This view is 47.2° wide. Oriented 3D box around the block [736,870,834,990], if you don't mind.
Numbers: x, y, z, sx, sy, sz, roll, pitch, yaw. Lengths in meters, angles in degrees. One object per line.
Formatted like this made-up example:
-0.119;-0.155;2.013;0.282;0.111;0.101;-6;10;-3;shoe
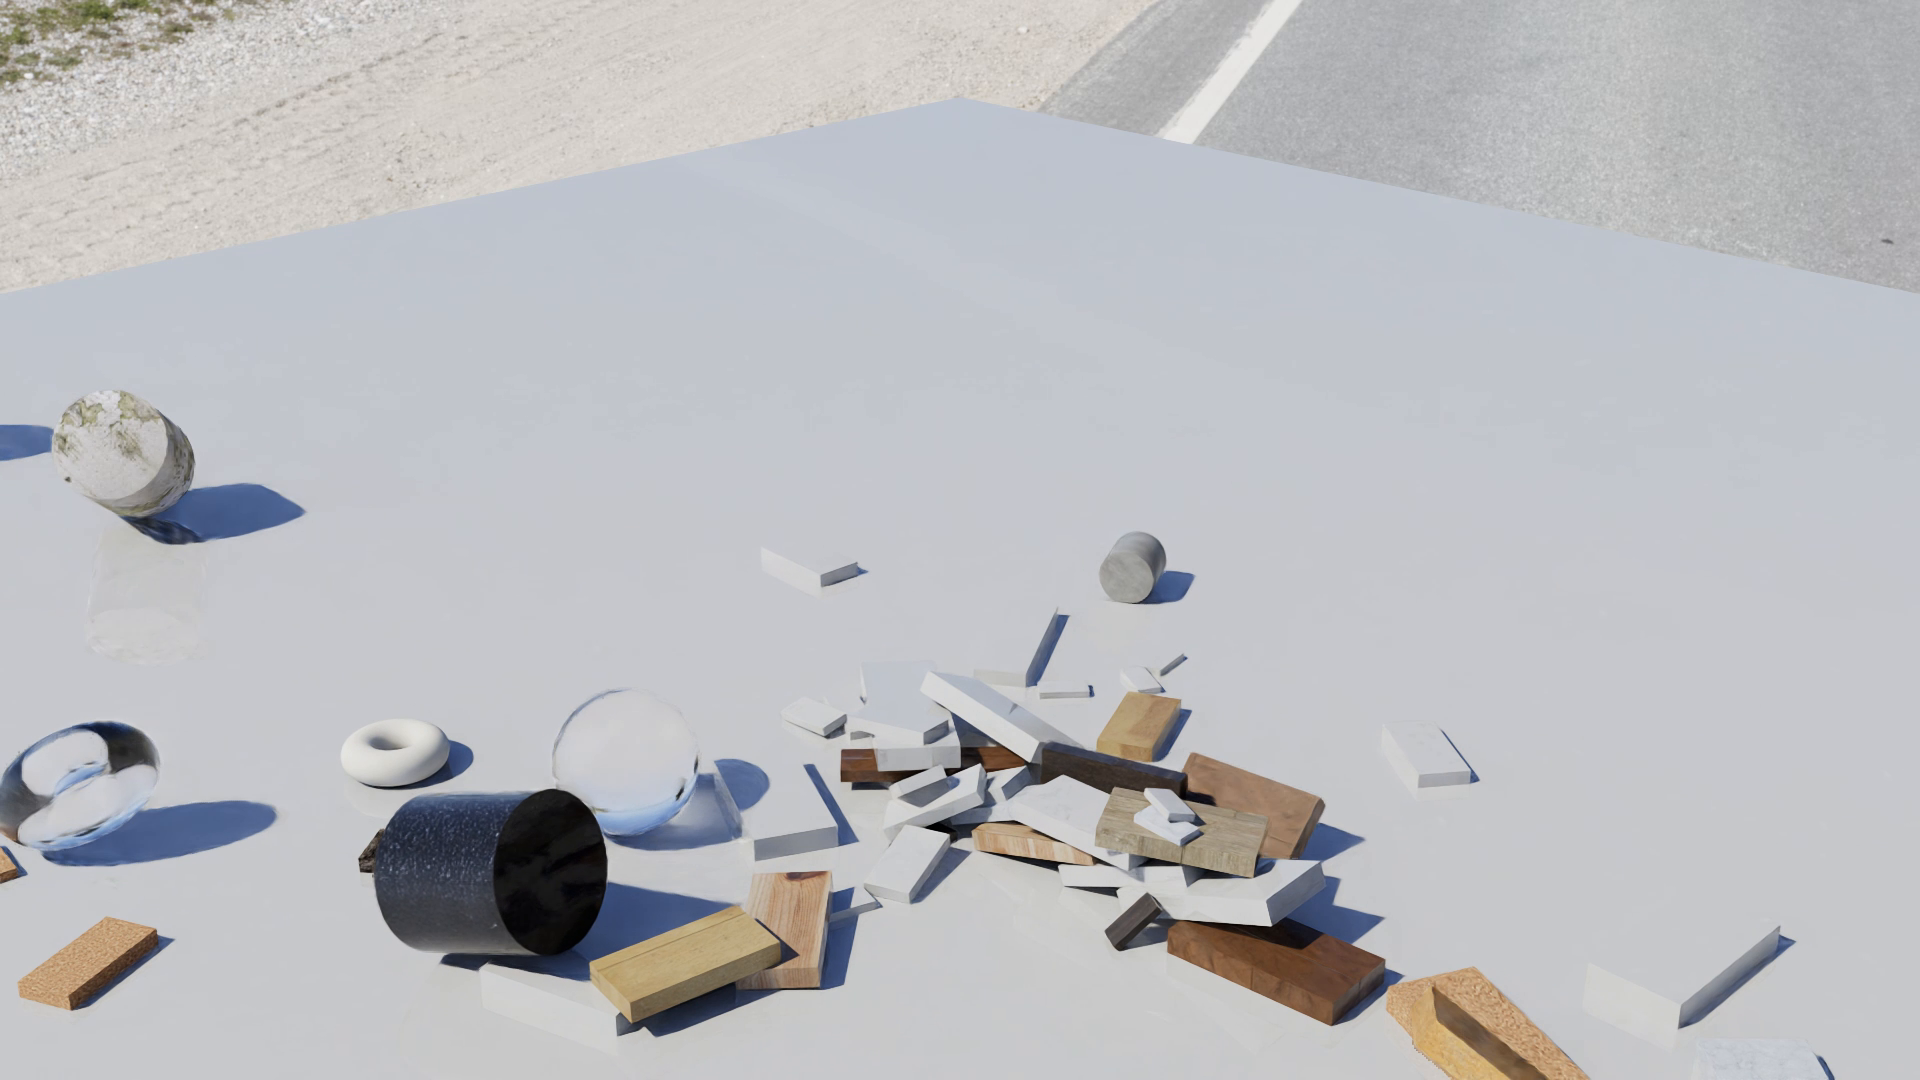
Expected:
-0.318;0.708;4.007;0.149;0.042;0.297;-3;26;3;block

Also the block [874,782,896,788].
-0.115;0.500;4.558;0.129;0.018;0.064;18;29;36;block

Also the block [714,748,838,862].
-0.375;0.531;4.447;0.169;0.048;0.338;-8;24;-18;block

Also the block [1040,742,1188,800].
0.302;0.507;4.372;0.295;0.148;0.042;11;19;25;block

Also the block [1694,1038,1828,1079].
1.320;0.925;3.515;0.179;0.051;0.358;0;23;0;block

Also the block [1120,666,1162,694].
0.409;0.319;4.987;0.056;0.016;0.112;-7;24;-15;block

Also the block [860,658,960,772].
-0.113;0.371;4.739;0.169;0.048;0.545;-2;16;-6;block

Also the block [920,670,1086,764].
0.090;0.380;4.663;0.338;0.048;0.169;30;10;38;block

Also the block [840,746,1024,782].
-0.058;0.465;4.564;0.378;0.026;0.093;-1;23;-1;block

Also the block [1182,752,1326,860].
0.556;0.534;4.340;0.295;0.042;0.148;17;69;35;block

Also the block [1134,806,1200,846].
0.378;0.522;4.030;0.109;0.015;0.054;25;33;38;block

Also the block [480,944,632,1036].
-0.681;0.777;3.876;0.297;0.042;0.149;12;26;26;block

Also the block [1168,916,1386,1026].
0.564;0.745;3.941;0.347;0.049;0.174;19;29;37;block

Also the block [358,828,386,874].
-1.039;0.612;4.278;0.226;0.032;0.113;3;23;8;block

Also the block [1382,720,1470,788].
0.985;0.452;4.655;0.113;0.032;0.226;-3;23;-8;block

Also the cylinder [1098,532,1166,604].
0.426;0.067;5.429;0.137;0.137;0.137;7;24;17;cylinder

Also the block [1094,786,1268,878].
0.411;0.539;4.065;0.295;0.042;0.148;10;26;14;block

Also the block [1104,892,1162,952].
0.316;0.696;4.014;0.109;0.015;0.054;-43;27;4;block

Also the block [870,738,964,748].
-0.090;0.443;4.684;0.185;0.026;0.093;17;29;35;block

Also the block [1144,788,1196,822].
0.388;0.490;4.070;0.054;0.015;0.109;7;16;-22;block

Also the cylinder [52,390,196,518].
-2.193;-0.223;5.779;0.287;0.287;0.287;-2;-9;-6;cylinder

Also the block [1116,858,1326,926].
0.477;0.640;4.038;0.347;0.049;0.174;-5;14;45;block

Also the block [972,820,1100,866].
0.180;0.570;4.281;0.286;0.041;0.143;1;19;39;block

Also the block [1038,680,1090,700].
0.232;0.336;4.948;0.112;0.016;0.056;-1;23;-3;block

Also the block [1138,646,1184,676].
0.465;0.281;5.079;0.056;0.016;0.112;15;27;31;block

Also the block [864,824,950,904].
-0.101;0.622;4.227;0.095;0.027;0.190;10;33;22;block

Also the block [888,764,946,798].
-0.086;0.485;4.411;0.095;0.027;0.190;-21;-6;-10;block

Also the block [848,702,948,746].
-0.129;0.381;4.567;0.190;0.027;0.095;10;19;32;block

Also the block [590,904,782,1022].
-0.480;0.739;3.850;0.297;0.042;0.148;-17;28;-32;block

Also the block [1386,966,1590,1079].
0.884;0.848;3.700;0.174;0.049;0.347;-8;24;-19;block

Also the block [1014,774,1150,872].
0.256;0.535;4.178;0.286;0.041;0.143;20;30;40;block

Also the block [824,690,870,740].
-0.237;0.384;4.830;0.071;0.020;0.188;-8;24;-19;block

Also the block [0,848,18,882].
-1.884;0.626;4.259;0.071;0.020;0.141;-17;29;-35;block

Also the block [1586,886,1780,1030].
1.298;0.744;3.942;0.358;0.051;0.179;-21;31;-40;block

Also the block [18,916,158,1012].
-1.559;0.756;3.937;0.113;0.032;0.226;9;24;20;block

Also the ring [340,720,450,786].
-1.186;0.445;4.619;0.224;0.075;0.224;0;22;0;ring

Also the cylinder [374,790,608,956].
-0.831;0.589;3.908;0.287;0.287;0.287;-5;17;32;cylinder

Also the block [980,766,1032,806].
0.030;0.504;4.424;0.211;0.030;0.105;-15;11;36;block

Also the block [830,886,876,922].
-0.230;0.686;4.122;0.129;0.018;0.064;-12;26;-26;block

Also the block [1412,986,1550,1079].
0.859;0.847;3.398;0.358;0.051;0.179;38;11;4;block

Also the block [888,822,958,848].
-0.073;0.595;4.335;0.064;0.018;0.129;19;30;38;block

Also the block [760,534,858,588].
-0.384;0.052;5.595;0.121;0.034;0.242;-20;30;-38;block

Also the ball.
-0.662;0.440;4.353;0.290;0.290;0.290;0;23;0;ball

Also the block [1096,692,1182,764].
0.389;0.403;4.766;0.121;0.034;0.242;8;24;18;block

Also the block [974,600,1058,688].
0.134;0.240;5.151;0.121;0.034;0.384;5;24;12;block

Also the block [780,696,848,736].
-0.319;0.384;4.802;0.141;0.020;0.071;17;37;43;block

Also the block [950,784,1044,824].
0.085;0.525;4.371;0.211;0.030;0.105;-12;10;47;block

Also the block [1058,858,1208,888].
0.343;0.607;4.158;0.286;0.041;0.143;-7;14;40;block

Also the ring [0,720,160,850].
-1.714;0.478;4.273;0.322;0.322;0.107;-19;57;-37;ring

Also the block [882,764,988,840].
-0.049;0.521;4.368;0.211;0.030;0.105;-24;21;16;block
